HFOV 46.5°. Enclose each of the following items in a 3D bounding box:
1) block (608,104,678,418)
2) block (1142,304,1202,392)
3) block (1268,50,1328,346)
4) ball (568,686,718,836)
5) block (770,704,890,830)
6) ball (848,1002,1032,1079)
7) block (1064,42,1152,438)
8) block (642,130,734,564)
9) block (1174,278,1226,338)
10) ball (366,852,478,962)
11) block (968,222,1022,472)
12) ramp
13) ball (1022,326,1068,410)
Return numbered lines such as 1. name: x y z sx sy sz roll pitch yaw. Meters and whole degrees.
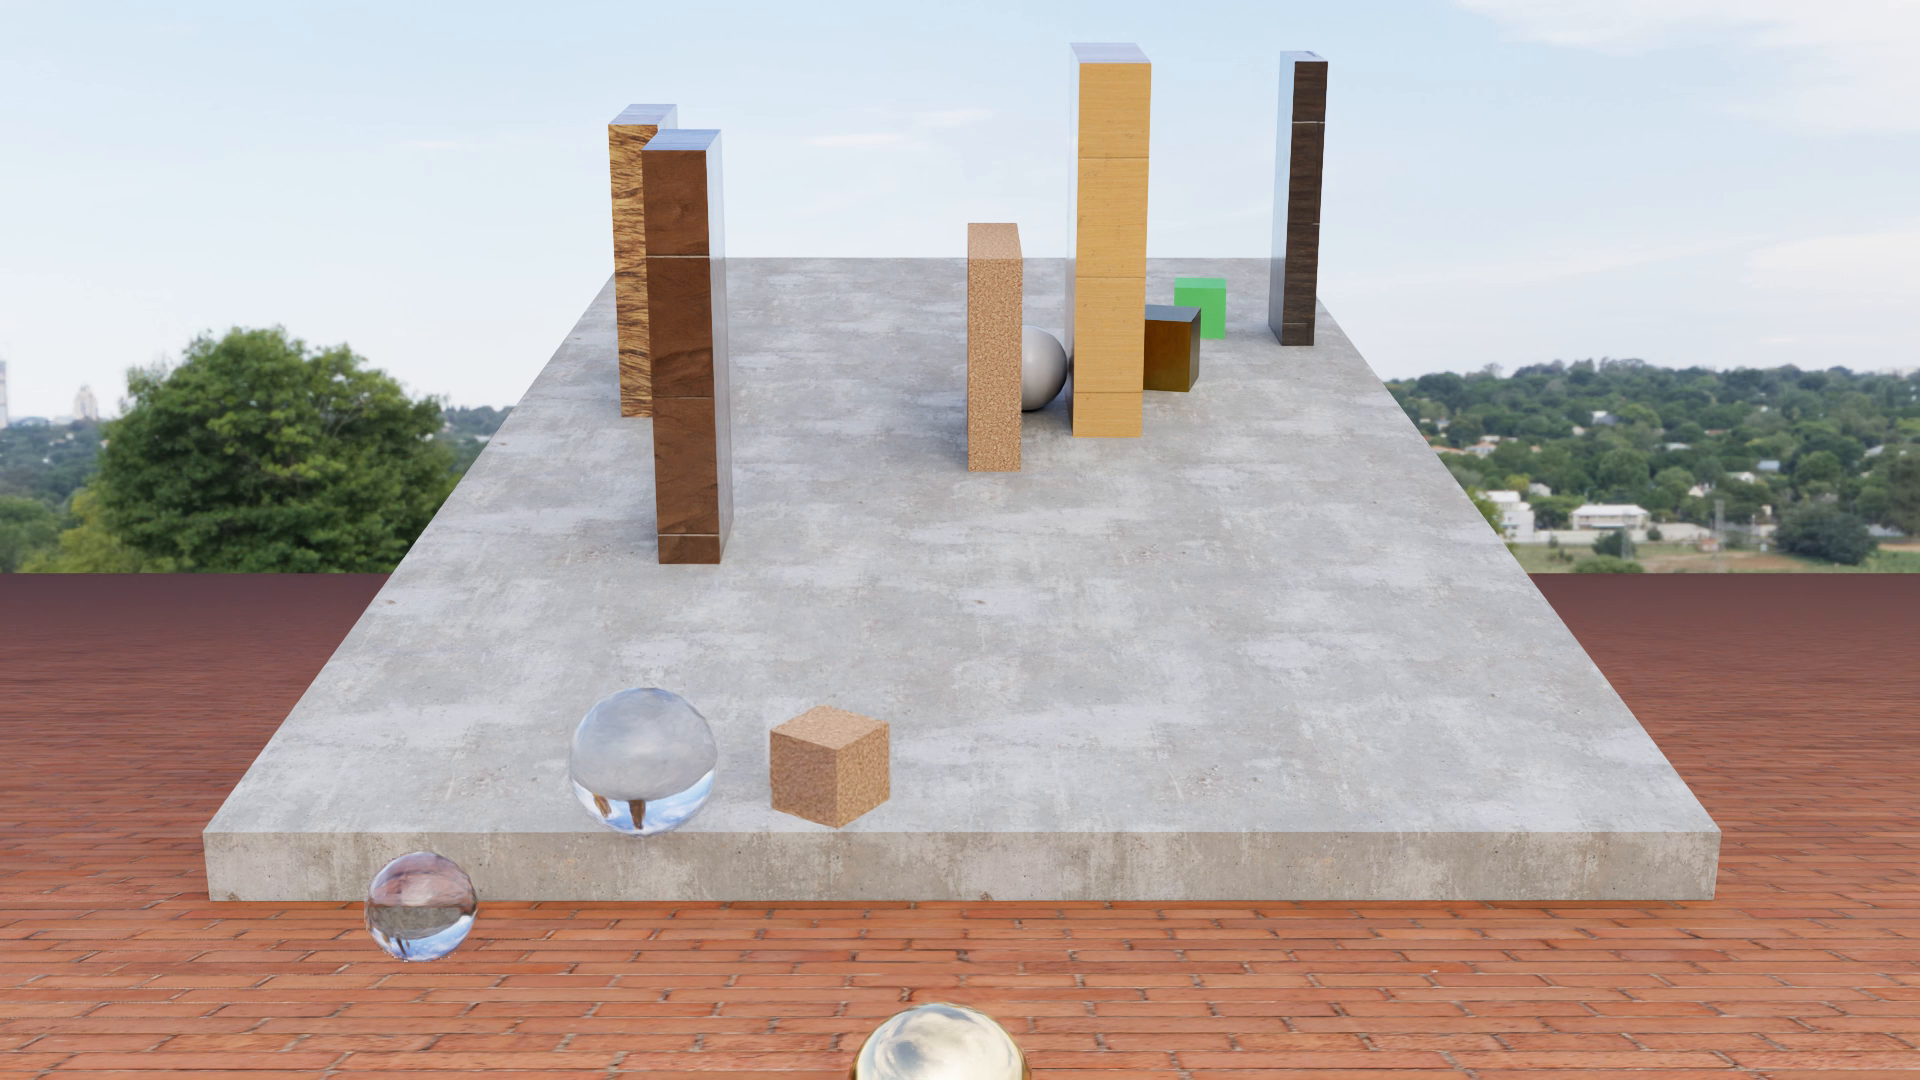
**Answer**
1. block: -0.698 -0.633 5.030 0.106 0.644 0.356 0 18 0
2. block: 0.469 -0.452 5.248 0.167 0.167 0.167 4 19 13
3. block: 0.850 -0.862 5.642 0.081 0.705 0.251 0 18 0
4. ball: -0.414 0.289 2.924 0.194 0.194 0.194 0 -1 0
5. block: -0.175 0.303 3.009 0.114 0.114 0.114 12 22 33
6. ball: -0.014 0.396 1.588 0.134 0.134 0.134 0 -1 0
7. block: 0.316 -0.662 4.886 0.147 0.791 0.426 0 18 0
8. block: -0.483 -0.347 4.004 0.109 0.735 0.263 0 18 0
9. block: 0.616 -0.597 5.753 0.131 0.131 0.131 2 18 5
10. ball: -0.606 0.413 2.519 0.122 0.122 0.122 0 -1 0
11. block: 0.070 -0.411 4.683 0.107 0.438 0.410 0 18 0
12. ramp: -0.004 -0.187 4.862 2.000 0.100 4.000 0 18 0
13. ball: 0.147 -0.385 5.004 0.190 0.190 0.190 0 -1 0
